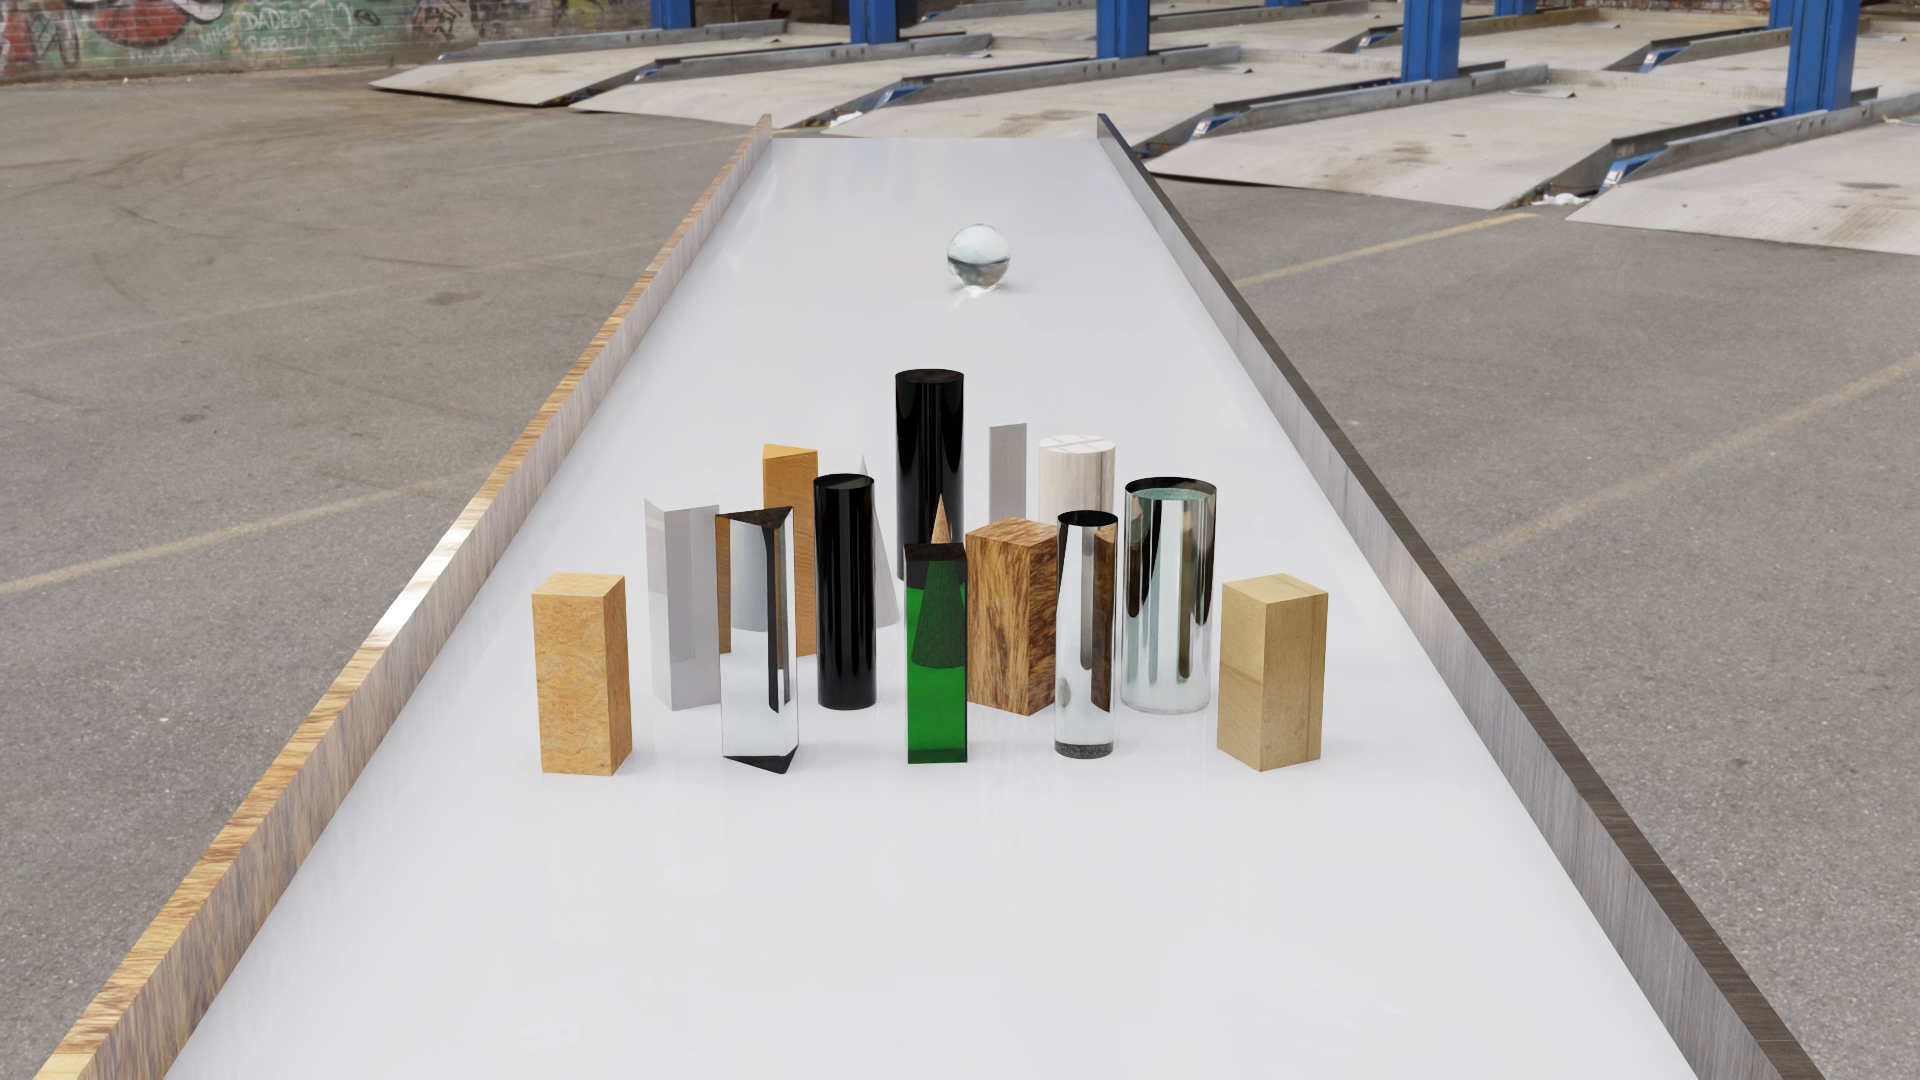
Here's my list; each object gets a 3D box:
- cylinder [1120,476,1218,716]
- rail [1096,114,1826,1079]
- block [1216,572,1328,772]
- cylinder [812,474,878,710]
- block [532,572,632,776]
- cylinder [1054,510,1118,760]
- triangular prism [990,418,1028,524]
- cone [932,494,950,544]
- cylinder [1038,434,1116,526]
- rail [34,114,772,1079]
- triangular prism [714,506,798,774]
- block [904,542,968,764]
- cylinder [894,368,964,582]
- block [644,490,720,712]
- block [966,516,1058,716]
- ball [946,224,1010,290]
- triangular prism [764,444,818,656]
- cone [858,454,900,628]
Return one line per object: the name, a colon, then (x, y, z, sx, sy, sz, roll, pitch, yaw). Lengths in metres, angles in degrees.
cylinder: (0.392, 0.104, 4.144, 0.171, 0.418, 0.171, 0, 17, 0)
rail: (0.932, -0.844, 7.801, 0.050, 0.150, 12.000, 0, 17, -1)
block: (0.552, 0.233, 3.898, 0.132, 0.311, 0.132, -9, 19, -27)
cylinder: (-0.215, 0.098, 4.137, 0.114, 0.433, 0.114, 0, 17, 0)
block: (-0.661, 0.235, 3.860, 0.127, 0.330, 0.127, 2, 17, 8)
cylinder: (0.223, 0.169, 3.903, 0.107, 0.431, 0.107, 0, 17, 0)
triangular prism: (0.085, -0.049, 4.659, 0.087, 0.418, 0.075, -8, 18, -25)
cone: (-0.038, 0.066, 4.415, 0.127, 0.336, 0.127, 0, 17, 0)
cylinder: (0.232, 0.018, 4.403, 0.151, 0.434, 0.151, 0, 17, 0)
rail: (-1.118, -0.838, 7.780, 0.050, 0.150, 12.000, 0, 17, -1)
triangular prism: (-0.331, 0.169, 3.872, 0.142, 0.448, 0.123, 12, 20, 34)
block: (-0.043, 0.201, 3.893, 0.106, 0.375, 0.106, -1, 17, -4)
cylinder: (-0.067, -0.141, 4.897, 0.154, 0.459, 0.154, 0, 17, 0)
block: (-0.519, 0.115, 4.156, 0.108, 0.391, 0.108, -8, 18, -26)
block: (0.111, 0.143, 4.165, 0.145, 0.332, 0.145, 12, 20, 34)
ball: (0.072, -1.089, 8.454, 0.248, 0.248, 0.248, 0, 17, 0)
triangular prism: (-0.360, 0.022, 4.415, 0.121, 0.421, 0.105, -10, 19, -31)
cone: (-0.202, -0.008, 4.621, 0.153, 0.361, 0.153, 0, 17, 0)
